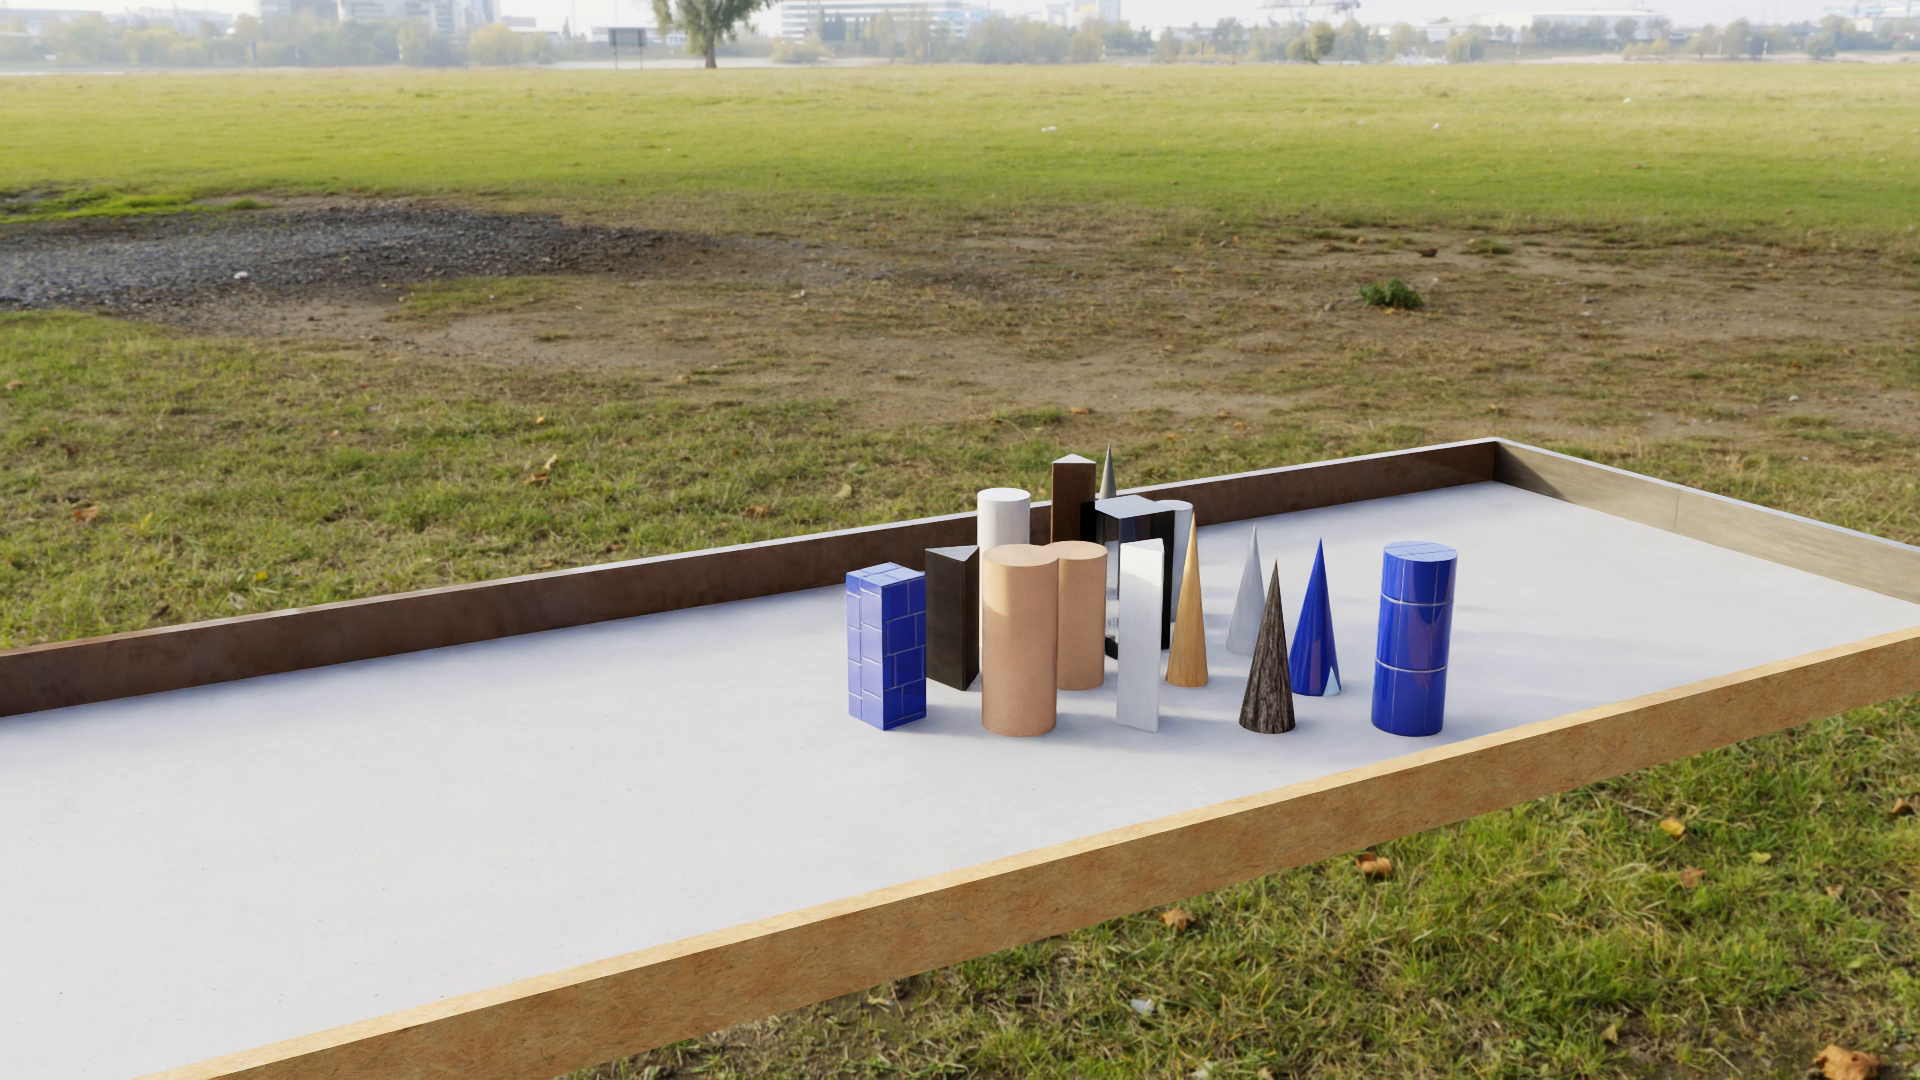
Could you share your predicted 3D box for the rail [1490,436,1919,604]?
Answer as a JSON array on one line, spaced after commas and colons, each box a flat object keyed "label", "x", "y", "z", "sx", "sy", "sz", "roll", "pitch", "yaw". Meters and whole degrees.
[{"label": "rail", "x": 2.466, "y": -0.048, "z": 5.253, "sx": 0.050, "sy": 0.150, "sz": 2.100, "roll": -9, "pitch": 18, "yaw": -27}]

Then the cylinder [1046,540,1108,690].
[{"label": "cylinder", "x": 0.283, "y": 0.188, "z": 4.114, "sx": 0.161, "sy": 0.340, "sz": 0.161, "roll": 0, "pitch": 16, "yaw": 0}]

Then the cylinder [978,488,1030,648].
[{"label": "cylinder", "x": 0.115, "y": 0.078, "z": 4.360, "sx": 0.137, "sy": 0.411, "sz": 0.137, "roll": 0, "pitch": 16, "yaw": 0}]

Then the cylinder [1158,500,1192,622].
[{"label": "cylinder", "x": 0.585, "y": 0.059, "z": 4.582, "sx": 0.110, "sy": 0.323, "sz": 0.110, "roll": 0, "pitch": 16, "yaw": 0}]

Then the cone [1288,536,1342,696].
[{"label": "cone", "x": 0.877, "y": 0.177, "z": 4.062, "sx": 0.145, "sy": 0.390, "sz": 0.145, "roll": 0, "pitch": 16, "yaw": 0}]

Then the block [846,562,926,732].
[{"label": "block", "x": -0.172, "y": 0.249, "z": 3.879, "sx": 0.132, "sy": 0.355, "sz": 0.132, "roll": -14, "pitch": 21, "yaw": -39}]

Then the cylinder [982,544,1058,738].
[{"label": "cylinder", "x": 0.139, "y": 0.232, "z": 3.832, "sx": 0.176, "sy": 0.413, "sz": 0.176, "roll": 0, "pitch": 16, "yaw": 0}]

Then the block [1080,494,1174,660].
[{"label": "block", "x": 0.437, "y": 0.095, "z": 4.356, "sx": 0.176, "sy": 0.381, "sz": 0.176, "roll": -9, "pitch": 19, "yaw": -28}]

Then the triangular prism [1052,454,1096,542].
[{"label": "triangular prism", "x": 0.311, "y": -0.010, "z": 4.593, "sx": 0.118, "sy": 0.448, "sz": 0.102, "roll": 0, "pitch": 16, "yaw": 1}]

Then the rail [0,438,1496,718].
[{"label": "rail", "x": -3.305, "y": 0.497, "z": 3.399, "sx": 12.000, "sy": 0.150, "sz": 0.050, "roll": -9, "pitch": 18, "yaw": -27}]

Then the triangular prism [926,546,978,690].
[{"label": "triangular prism", "x": 0.004, "y": 0.187, "z": 4.122, "sx": 0.120, "sy": 0.337, "sz": 0.138, "roll": -15, "pitch": 22, "yaw": -42}]

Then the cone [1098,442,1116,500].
[{"label": "cone", "x": 0.431, "y": -0.076, "z": 4.824, "sx": 0.136, "sy": 0.445, "sz": 0.136, "roll": 0, "pitch": 16, "yaw": 0}]

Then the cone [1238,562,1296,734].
[{"label": "cone", "x": 0.723, "y": 0.234, "z": 3.830, "sx": 0.132, "sy": 0.411, "sz": 0.132, "roll": 0, "pitch": 16, "yaw": 0}]

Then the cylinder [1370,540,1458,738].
[{"label": "cylinder", "x": 1.052, "y": 0.228, "z": 3.825, "sx": 0.165, "sy": 0.424, "sz": 0.165, "roll": 0, "pitch": 16, "yaw": 0}]

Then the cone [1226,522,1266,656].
[{"label": "cone", "x": 0.767, "y": 0.120, "z": 4.334, "sx": 0.120, "sy": 0.345, "sz": 0.120, "roll": 0, "pitch": 16, "yaw": 0}]

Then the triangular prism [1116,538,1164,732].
[{"label": "triangular prism", "x": 0.439, "y": 0.217, "z": 3.840, "sx": 0.109, "sy": 0.437, "sz": 0.094, "roll": 11, "pitch": 19, "yaw": 32}]

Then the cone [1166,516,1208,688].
[{"label": "cone", "x": 0.572, "y": 0.138, "z": 4.094, "sx": 0.107, "sy": 0.445, "sz": 0.107, "roll": 0, "pitch": 16, "yaw": 0}]

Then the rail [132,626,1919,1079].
[{"label": "rail", "x": -2.336, "y": 1.006, "z": 1.665, "sx": 12.000, "sy": 0.150, "sz": 0.050, "roll": -9, "pitch": 18, "yaw": -27}]
